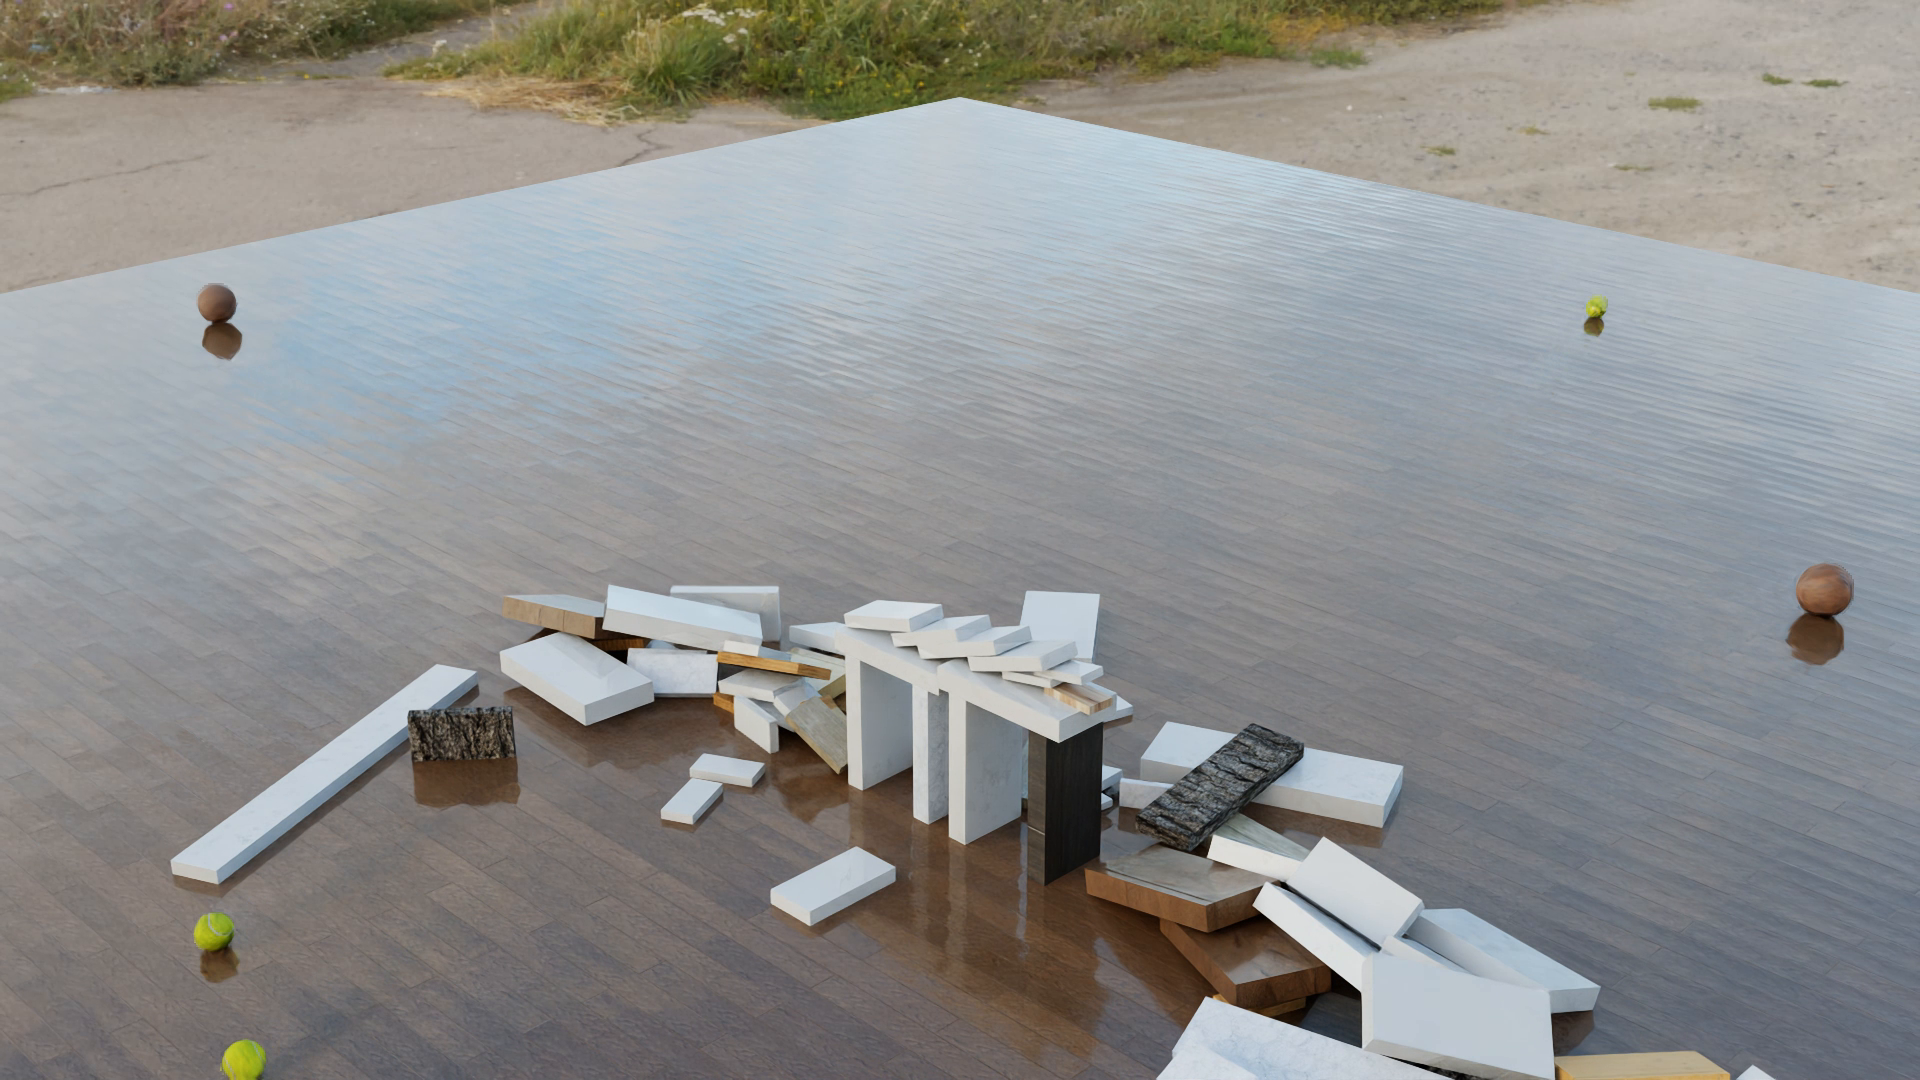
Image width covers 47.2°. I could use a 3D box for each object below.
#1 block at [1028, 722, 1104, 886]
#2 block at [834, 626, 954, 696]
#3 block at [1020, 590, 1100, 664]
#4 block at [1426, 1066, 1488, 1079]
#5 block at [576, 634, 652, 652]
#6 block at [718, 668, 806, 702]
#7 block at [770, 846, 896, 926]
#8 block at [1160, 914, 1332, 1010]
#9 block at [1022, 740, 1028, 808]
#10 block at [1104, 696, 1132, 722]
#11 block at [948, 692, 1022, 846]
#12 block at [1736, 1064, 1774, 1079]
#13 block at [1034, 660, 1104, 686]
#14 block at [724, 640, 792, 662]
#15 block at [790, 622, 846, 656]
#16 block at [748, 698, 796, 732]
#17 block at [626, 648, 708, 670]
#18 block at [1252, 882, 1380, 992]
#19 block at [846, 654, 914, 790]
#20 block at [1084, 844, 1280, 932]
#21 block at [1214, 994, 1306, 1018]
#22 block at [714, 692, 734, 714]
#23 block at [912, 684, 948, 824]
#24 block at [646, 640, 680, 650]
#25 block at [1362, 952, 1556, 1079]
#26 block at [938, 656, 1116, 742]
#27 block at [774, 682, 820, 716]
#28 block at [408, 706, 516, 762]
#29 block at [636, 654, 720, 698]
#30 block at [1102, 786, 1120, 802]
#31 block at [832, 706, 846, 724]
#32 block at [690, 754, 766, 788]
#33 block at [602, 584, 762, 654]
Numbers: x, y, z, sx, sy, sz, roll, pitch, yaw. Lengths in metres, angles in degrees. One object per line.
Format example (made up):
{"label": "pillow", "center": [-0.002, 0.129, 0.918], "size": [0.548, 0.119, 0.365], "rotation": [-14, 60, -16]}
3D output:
{"label": "block", "center": [0.201, 0.485, 4.207], "size": [0.045, 0.320, 0.160], "rotation": [21, 31, 41]}
{"label": "block", "center": [-0.096, 0.222, 4.417], "size": [0.299, 0.042, 0.149], "rotation": [21, 31, 40]}
{"label": "block", "center": [0.231, 0.219, 5.179], "size": [0.178, 0.050, 0.355], "rotation": [2, 23, 6]}
{"label": "block", "center": [0.832, 0.914, 3.533], "size": [0.211, 0.030, 0.106], "rotation": [22, 47, 41]}
{"label": "block", "center": [-0.815, 0.233, 5.140], "size": [0.179, 0.025, 0.090], "rotation": [-3, 16, 9]}
{"label": "block", "center": [-0.434, 0.318, 4.820], "size": [0.185, 0.026, 0.093], "rotation": [5, 20, 45]}
{"label": "block", "center": [-0.239, 0.655, 4.176], "size": [0.110, 0.031, 0.220], "rotation": [21, 31, 40]}
{"label": "block", "center": [0.502, 0.723, 3.912], "size": [0.176, 0.050, 0.352], "rotation": [-9, 16, -15]}
{"label": "block", "center": [0.162, 0.477, 4.538], "size": [0.099, 0.028, 0.199], "rotation": [11, 38, 19]}
{"label": "block", "center": [0.301, 0.378, 4.845], "size": [0.143, 0.020, 0.072], "rotation": [-13, 26, -28]}
{"label": "block", "center": [0.051, 0.427, 4.345], "size": [0.160, 0.320, 0.045], "rotation": [-21, 31, -41]}
{"label": "block", "center": [1.300, 0.938, 3.443], "size": [0.126, 0.036, 0.253], "rotation": [-35, 34, -16]}
{"label": "block", "center": [0.203, 0.245, 4.120], "size": [0.061, 0.017, 0.121], "rotation": [-21, 21, -41]}
{"label": "block", "center": [-0.446, 0.248, 4.851], "size": [0.084, 0.024, 0.167], "rotation": [8, -6, 22]}
{"label": "block", "center": [-0.275, 0.228, 5.079], "size": [0.126, 0.036, 0.252], "rotation": [-4, 8, -35]}
{"label": "block", "center": [-0.394, 0.363, 4.803], "size": [0.185, 0.026, 0.093], "rotation": [20, 30, 38]}
{"label": "block", "center": [-0.663, 0.293, 4.969], "size": [0.179, 0.025, 0.090], "rotation": [2, 65, 4]}
{"label": "block", "center": [0.680, 0.719, 3.821], "size": [0.176, 0.050, 0.352], "rotation": [27, 4, -34]}
{"label": "block", "center": [-0.165, 0.353, 4.545], "size": [0.042, 0.299, 0.149], "rotation": [20, 30, 40]}
{"label": "block", "center": [0.408, 0.640, 4.061], "size": [0.176, 0.050, 0.352], "rotation": [-12, 10, -33]}
{"label": "block", "center": [0.522, 0.805, 3.837], "size": [0.144, 0.020, 0.072], "rotation": [-10, 25, -23]}
{"label": "block", "center": [-0.449, 0.365, 4.866], "size": [0.186, 0.026, 0.093], "rotation": [20, 30, 39]}
{"label": "block", "center": [-0.026, 0.407, 4.419], "size": [0.042, 0.299, 0.149], "rotation": [21, 31, 40]}
{"label": "block", "center": [-0.674, 0.280, 5.069], "size": [0.179, 0.025, 0.090], "rotation": [21, 31, 40]}
{"label": "block", "center": [0.809, 0.784, 3.579], "size": [0.312, 0.044, 0.156], "rotation": [14, 50, -8]}
{"label": "block", "center": [0.126, 0.287, 4.205], "size": [0.160, 0.045, 0.320], "rotation": [-21, 31, -41]}
{"label": "block", "center": [-0.305, 0.389, 4.713], "size": [0.093, 0.026, 0.185], "rotation": [-22, 56, -42]}
{"label": "block", "center": [-1.055, 0.411, 4.656], "size": [0.214, 0.107, 0.030], "rotation": [-2, 23, -5]}
{"label": "block", "center": [-0.635, 0.305, 4.934], "size": [0.186, 0.026, 0.093], "rotation": [0, 64, 3]}
{"label": "block", "center": [0.264, 0.527, 4.499], "size": [0.112, 0.016, 0.056], "rotation": [-15, 27, -31]}
{"label": "block", "center": [-0.240, 0.421, 4.635], "size": [0.149, 0.021, 0.074], "rotation": [44, 43, 21]}
{"label": "block", "center": [-0.486, 0.481, 4.601], "size": [0.140, 0.020, 0.070], "rotation": [7, 24, 17]}
{"label": "block", "center": [-0.630, 0.185, 4.997], "size": [0.353, 0.050, 0.176], "rotation": [12, 14, -11]}
